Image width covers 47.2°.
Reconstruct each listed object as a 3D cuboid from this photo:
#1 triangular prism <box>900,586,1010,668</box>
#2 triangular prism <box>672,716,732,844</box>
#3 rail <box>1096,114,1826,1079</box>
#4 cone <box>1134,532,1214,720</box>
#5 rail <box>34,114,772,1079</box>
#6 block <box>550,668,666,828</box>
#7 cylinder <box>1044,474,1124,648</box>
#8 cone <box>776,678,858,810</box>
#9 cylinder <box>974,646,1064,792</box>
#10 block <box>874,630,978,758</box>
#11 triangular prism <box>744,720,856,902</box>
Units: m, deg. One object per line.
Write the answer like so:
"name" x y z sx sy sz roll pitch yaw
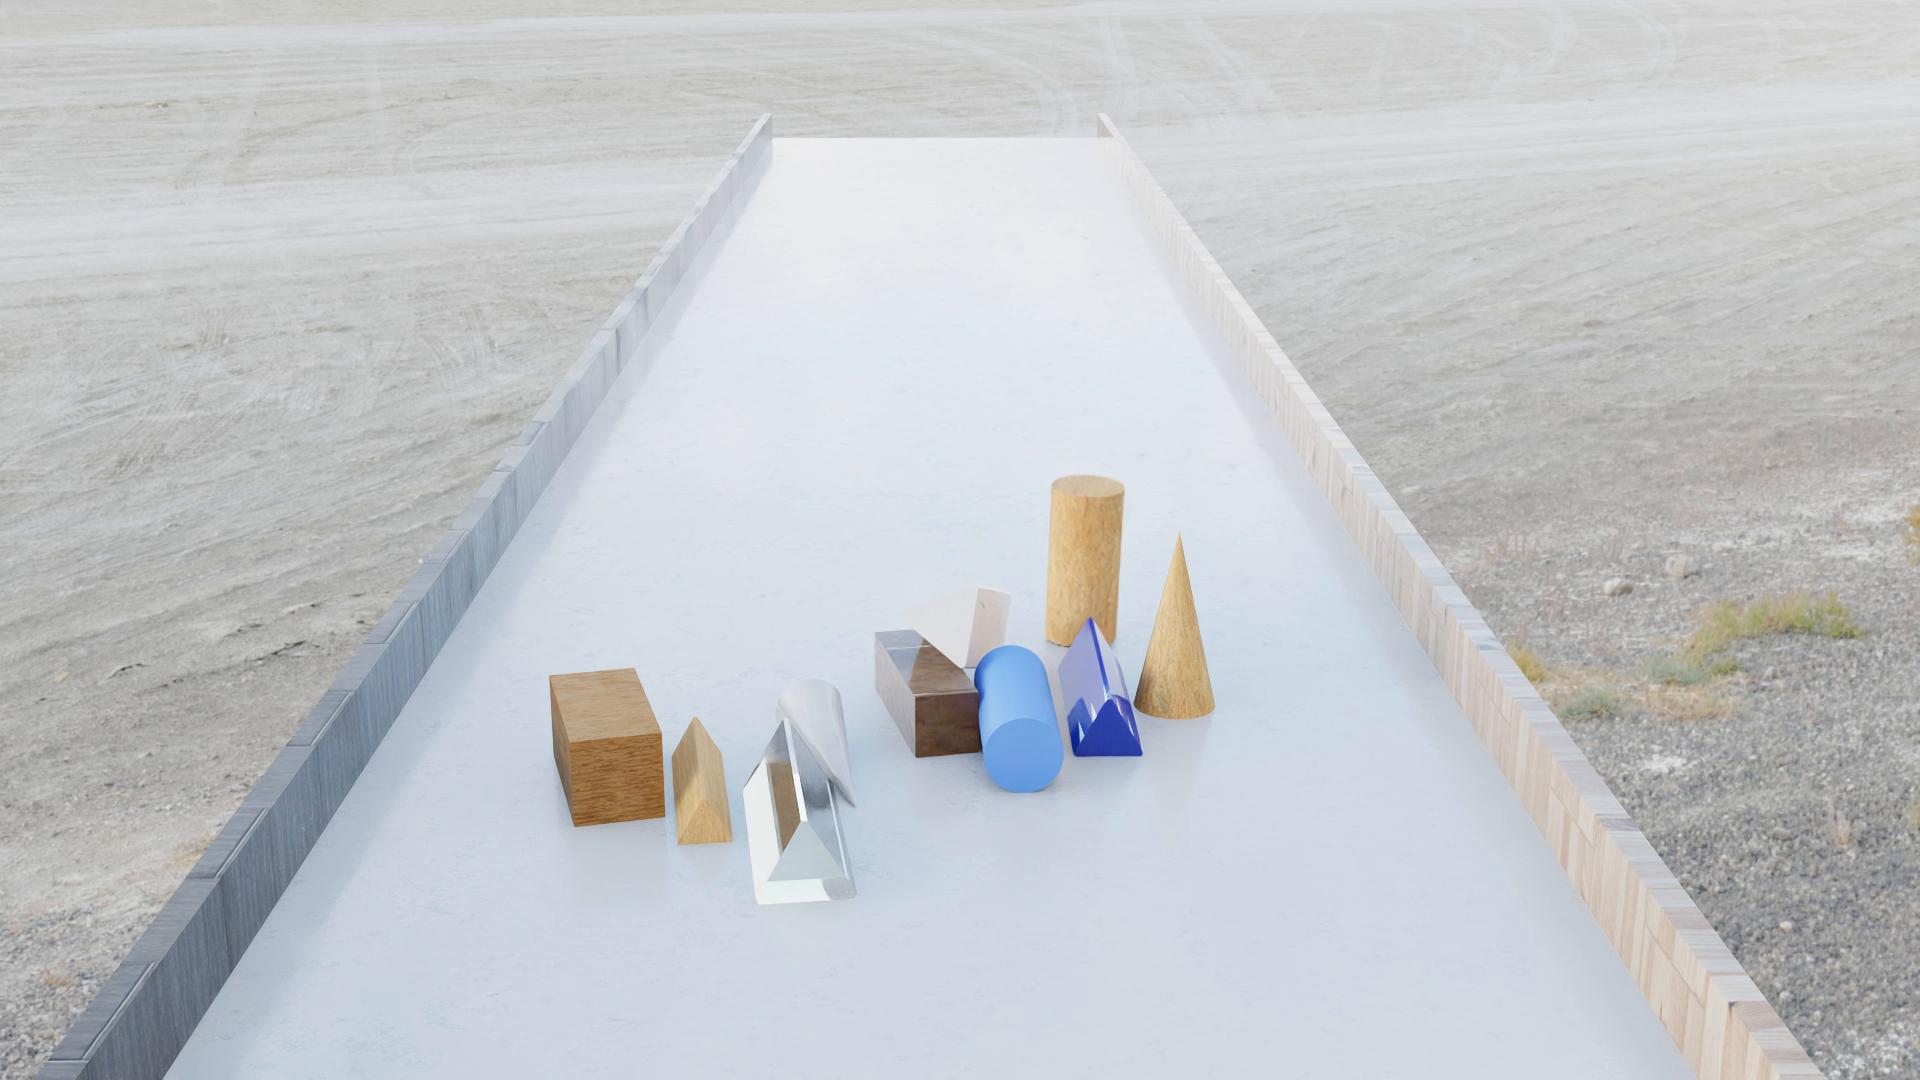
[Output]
"triangular prism" 0.024 0.145 4.198 0.154 0.133 0.357 40 4 11
"triangular prism" -0.441 0.402 3.734 0.088 0.076 0.371 -3 17 -8
"rail" 0.932 -0.844 7.801 0.050 0.150 12.000 0 17 -1
"cone" 0.407 0.147 4.126 0.155 0.345 0.155 0 17 0
"rail" -1.118 -0.838 7.780 0.050 0.150 12.000 0 17 -1
"block" -0.609 0.351 3.781 0.151 0.151 0.329 -5 17 -15
"cylinder" 0.254 0.044 4.496 0.148 0.325 0.148 2 19 -1
"cone" -0.223 0.380 3.841 0.125 0.125 0.337 -5 28 -17
"cylinder" 0.102 0.314 3.929 0.137 0.137 0.375 -1 17 -2
"block" -0.066 0.279 4.085 0.116 0.116 0.364 -4 17 -13
"triangular prism" -0.265 0.426 3.551 0.152 0.131 0.432 -3 17 -8
